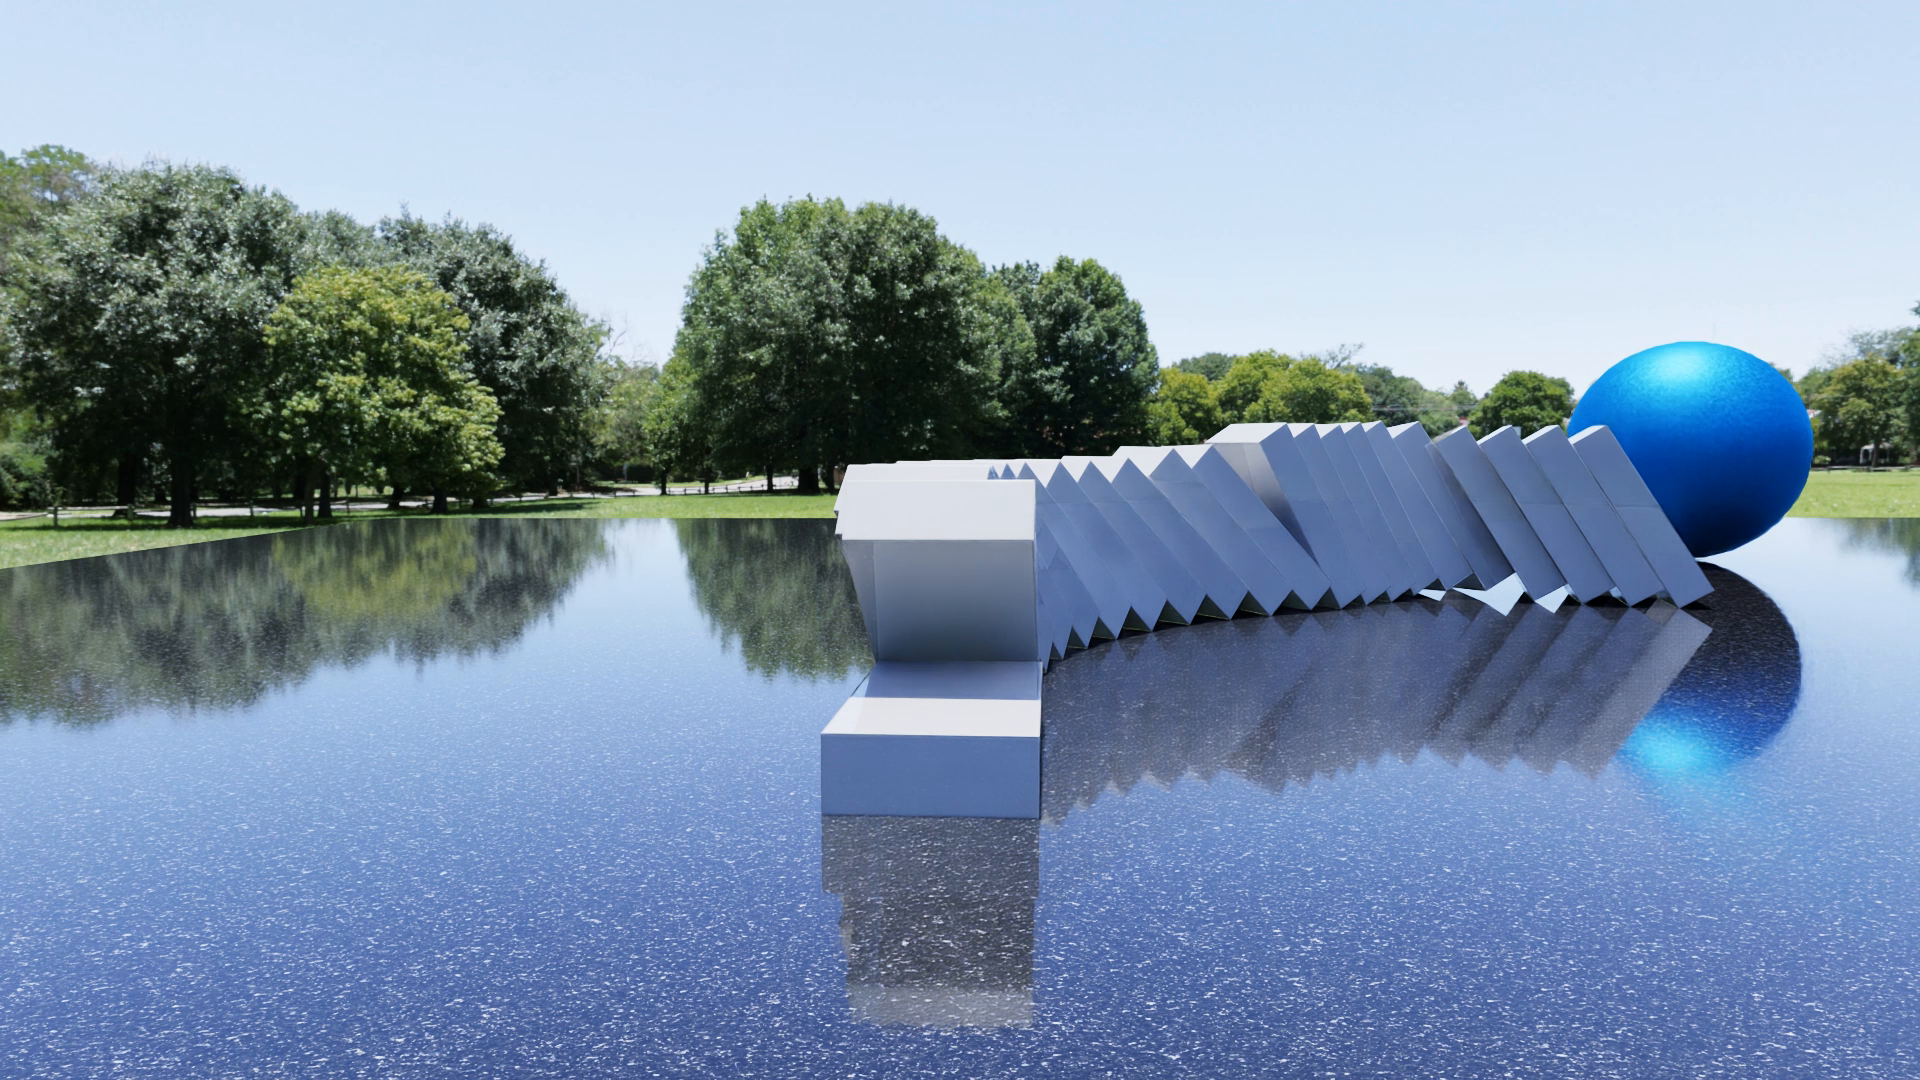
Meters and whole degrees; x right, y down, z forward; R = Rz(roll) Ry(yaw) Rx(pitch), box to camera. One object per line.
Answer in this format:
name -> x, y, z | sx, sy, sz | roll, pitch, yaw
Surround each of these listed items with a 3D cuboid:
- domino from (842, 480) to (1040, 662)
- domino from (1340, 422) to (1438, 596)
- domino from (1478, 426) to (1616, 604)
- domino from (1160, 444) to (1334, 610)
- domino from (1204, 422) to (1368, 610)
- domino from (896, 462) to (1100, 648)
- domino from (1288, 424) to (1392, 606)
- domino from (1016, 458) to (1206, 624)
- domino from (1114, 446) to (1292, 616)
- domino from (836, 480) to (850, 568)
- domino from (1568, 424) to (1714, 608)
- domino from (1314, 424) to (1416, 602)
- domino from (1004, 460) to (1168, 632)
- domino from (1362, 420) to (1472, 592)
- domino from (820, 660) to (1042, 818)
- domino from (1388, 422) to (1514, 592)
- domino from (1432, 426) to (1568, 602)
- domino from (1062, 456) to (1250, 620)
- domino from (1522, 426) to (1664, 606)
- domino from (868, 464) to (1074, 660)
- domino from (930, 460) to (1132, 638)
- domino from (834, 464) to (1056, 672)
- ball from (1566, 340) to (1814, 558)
domino -> -0.001, 0.009, 0.190 | 0.025, 0.009, 0.050 | 0, -32, 5
domino -> 0.112, -0.009, 0.360 | 0.009, 0.050, 0.025 | -34, 13, -15
domino -> 0.160, -0.008, 0.353 | 0.009, 0.050, 0.025 | -32, -6, 17
domino -> 0.071, -0.003, 0.329 | 0.050, 0.009, 0.025 | 45, -12, -17
domino -> 0.085, -0.007, 0.337 | 0.009, 0.050, 0.025 | -34, 15, -16
domino -> 0.007, 0.004, 0.259 | 0.025, 0.009, 0.050 | 3, -34, 33
domino -> 0.094, -0.007, 0.345 | 0.009, 0.050, 0.025 | -34, 15, -15
domino -> 0.034, 0.001, 0.300 | 0.025, 0.009, 0.050 | 5, -32, 52
domino -> 0.059, -0.002, 0.323 | 0.050, 0.010, 0.025 | 46, -13, -19
domino -> -0.002, 0.008, 0.208 | 0.025, 0.009, 0.050 | 1, -32, 10
domino -> 0.181, -0.007, 0.344 | 0.010, 0.050, 0.025 | -32, -6, 17
domino -> 0.103, -0.008, 0.352 | 0.009, 0.050, 0.025 | -34, 15, -15
domino -> 0.023, 0.002, 0.287 | 0.025, 0.009, 0.050 | 4, -33, 44
domino -> 0.123, -0.009, 0.366 | 0.009, 0.050, 0.025 | -33, 5, -7
domino -> -0.002, 0.025, 0.171 | 0.025, 0.010, 0.050 | 0, 4, 4
domino -> 0.136, -0.009, 0.368 | 0.010, 0.050, 0.025 | -33, 1, -1
domino -> 0.150, -0.008, 0.360 | 0.010, 0.050, 0.025 | -32, -6, 17
domino -> 0.045, -0.001, 0.312 | 0.050, 0.010, 0.025 | 43, -18, -26
domino -> 0.170, -0.007, 0.348 | 0.009, 0.050, 0.025 | -32, -6, 17
domino -> 0.002, 0.005, 0.243 | 0.025, 0.009, 0.050 | 2, -34, 26
domino -> 0.014, 0.002, 0.274 | 0.025, 0.010, 0.050 | 4, -34, 41
domino -> -0.001, 0.006, 0.227 | 0.025, 0.010, 0.050 | 2, -35, 20
ball -> 0.267, -0.033, 0.474 | 0.080, 0.080, 0.080 | 0, 4, 0
